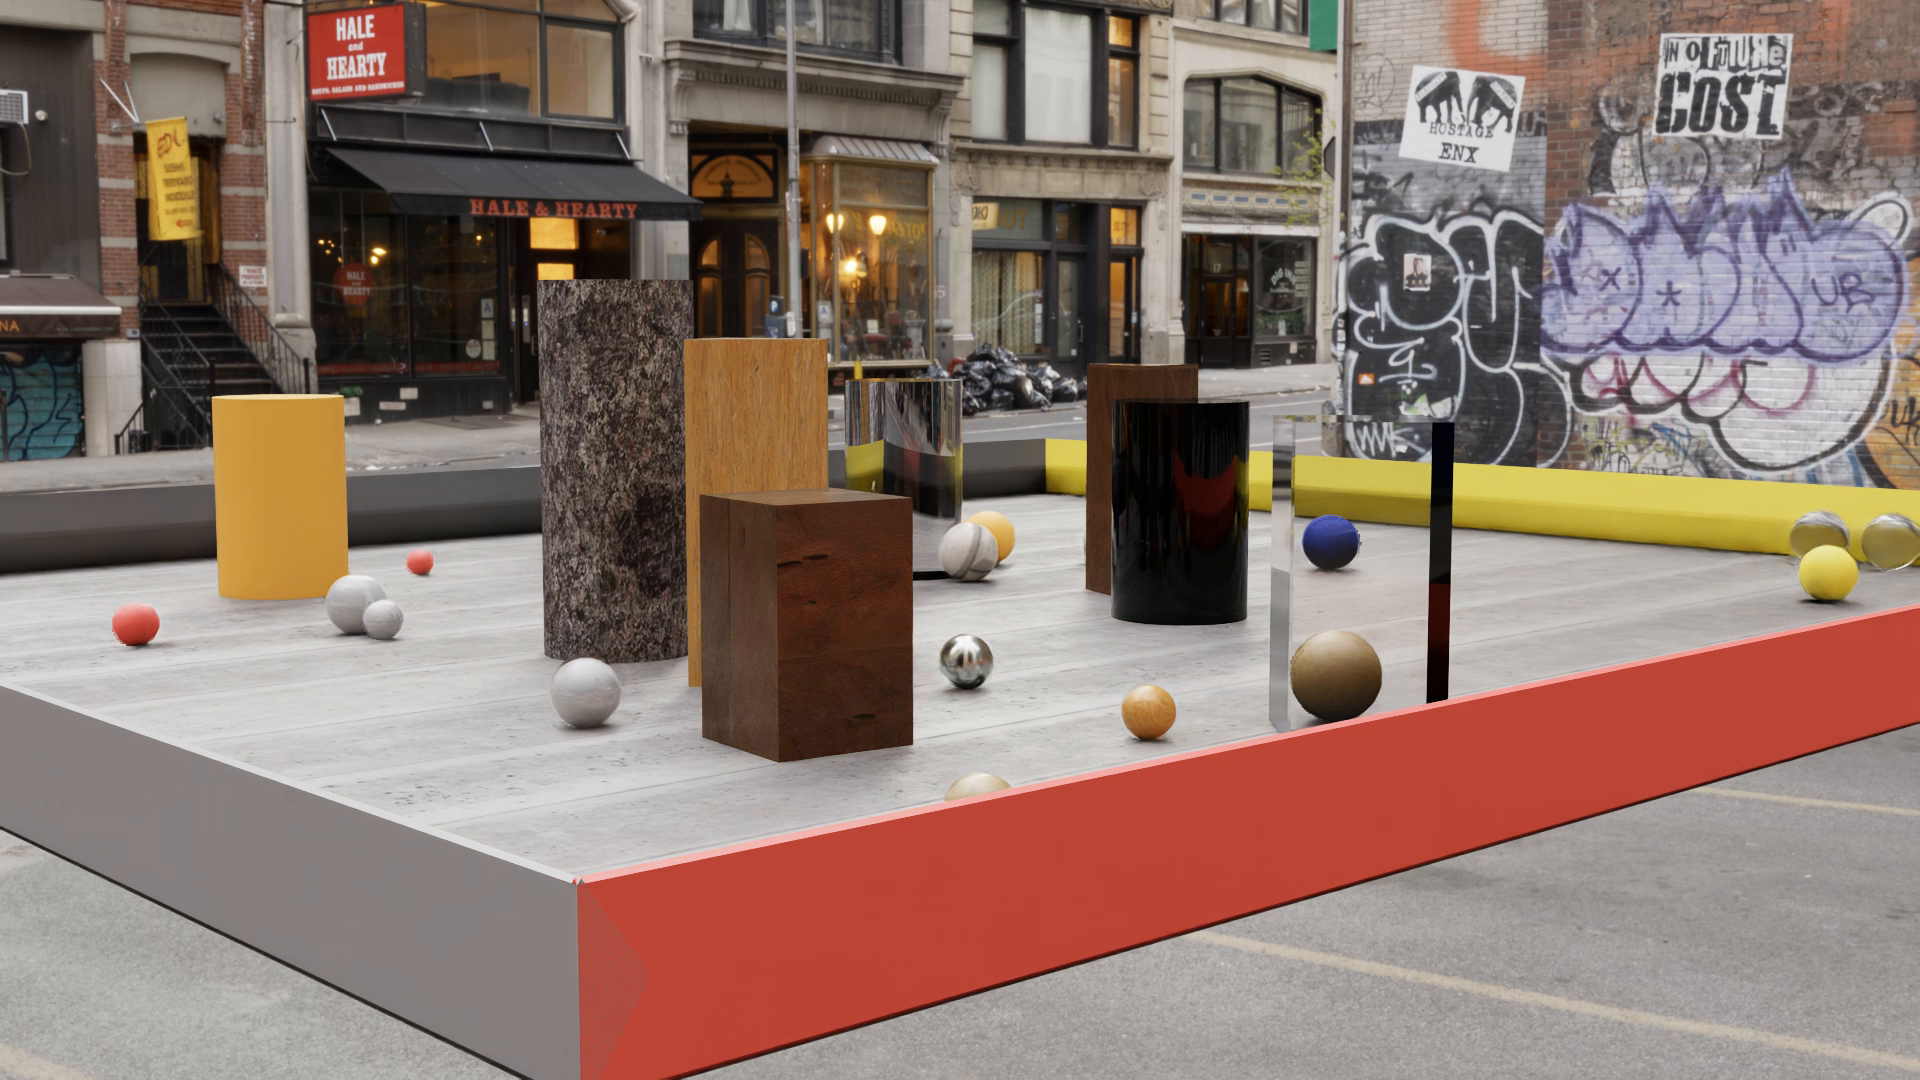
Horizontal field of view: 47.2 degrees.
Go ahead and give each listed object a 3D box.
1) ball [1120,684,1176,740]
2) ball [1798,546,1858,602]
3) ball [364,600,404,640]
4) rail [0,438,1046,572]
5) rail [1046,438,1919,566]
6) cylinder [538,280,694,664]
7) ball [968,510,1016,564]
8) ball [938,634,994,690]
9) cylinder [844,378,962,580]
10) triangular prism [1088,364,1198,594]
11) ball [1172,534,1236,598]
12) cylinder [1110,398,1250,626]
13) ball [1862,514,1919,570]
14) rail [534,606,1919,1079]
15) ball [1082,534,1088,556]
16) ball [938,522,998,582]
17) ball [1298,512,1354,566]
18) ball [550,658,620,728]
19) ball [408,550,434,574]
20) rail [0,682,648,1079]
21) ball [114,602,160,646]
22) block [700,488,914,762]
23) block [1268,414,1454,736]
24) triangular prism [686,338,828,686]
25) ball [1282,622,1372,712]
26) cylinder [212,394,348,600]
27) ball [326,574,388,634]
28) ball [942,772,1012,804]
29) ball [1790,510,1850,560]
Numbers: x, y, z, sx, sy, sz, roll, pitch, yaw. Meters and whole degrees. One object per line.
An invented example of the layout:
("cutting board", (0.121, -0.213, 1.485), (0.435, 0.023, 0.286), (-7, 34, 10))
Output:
("ball", (0.197, 0.179, 2.294), (0.057, 0.057, 0.057), (0, 6, 0))
("ball", (1.335, 0.052, 3.382), (0.086, 0.086, 0.086), (0, 6, 0))
("ball", (-0.784, 0.108, 2.993), (0.054, 0.054, 0.054), (0, 6, 0))
("rail", (-0.942, -0.072, 4.347), (3.185, 0.130, 0.045), (-5, 8, -42))
("rail", (1.153, -0.076, 4.390), (0.045, 0.130, 2.825), (-5, 8, -42))
("cylinder", (-0.445, -0.095, 2.864), (0.200, 0.484, 0.200), (0, 6, 0))
("ball", (0.051, -0.004, 3.874), (0.094, 0.094, 0.094), (0, 6, 0))
("ball", (0.007, 0.144, 2.597), (0.065, 0.065, 0.065), (0, 6, 0))
("cylinder", (-0.095, -0.106, 3.722), (0.200, 0.329, 0.200), (0, 6, 0))
("triangular prism", (0.264, -0.097, 3.476), (0.150, 0.361, 0.173), (5, 8, 38))
("ball", (0.379, 0.041, 3.422), (0.098, 0.098, 0.098), (0, 6, 0))
("cylinder", (0.321, -0.046, 3.206), (0.200, 0.315, 0.200), (0, 6, 0))
("ball", (1.608, 0.003, 3.794), (0.097, 0.097, 0.097), (0, 6, 0))
("rail", (0.942, 0.139, 2.316), (3.185, 0.130, 0.045), (-5, 8, -42))
("ball", (0.250, 0.009, 3.882), (0.067, 0.067, 0.067), (0, 6, 0))
("ball", (0.015, 0.019, 3.632), (0.099, 0.099, 0.099), (0, 6, 0))
("ball", (0.639, -0.002, 3.849), (0.096, 0.096, 0.096), (0, 6, 0))
("ball", (-0.402, 0.163, 2.361), (0.075, 0.075, 0.075), (0, 6, 0))
("ball", (-0.913, 0.037, 3.724), (0.044, 0.044, 0.044), (0, 6, 0))
("rail", (-1.153, 0.144, 2.274), (0.045, 0.130, 2.825), (-5, 8, -42))
("ball", (-1.100, 0.112, 2.938), (0.057, 0.057, 0.057), (0, 6, 0))
("block", (-0.159, 0.082, 2.272), (0.160, 0.255, 0.160), (-4, 7, -34))
("block", (0.417, 0.039, 2.308), (0.160, 0.333, 0.160), (0, 6, 0))
("triangular prism", (-0.266, -0.041, 2.695), (0.173, 0.411, 0.150), (-2, 6, -21))
("ball", (0.409, 0.142, 2.449), (0.100, 0.100, 0.100), (0, 6, 0))
("cylinder", (-1.076, -0.072, 3.486), (0.200, 0.310, 0.200), (0, 6, 0))
("ball", (-0.834, 0.088, 3.040), (0.084, 0.084, 0.084), (0, 6, 0))
("ball", (0.017, 0.225, 1.825), (0.064, 0.064, 0.064), (0, 6, 0))
("ball", (1.500, -0.002, 3.838), (0.099, 0.099, 0.099), (0, 6, 0))
